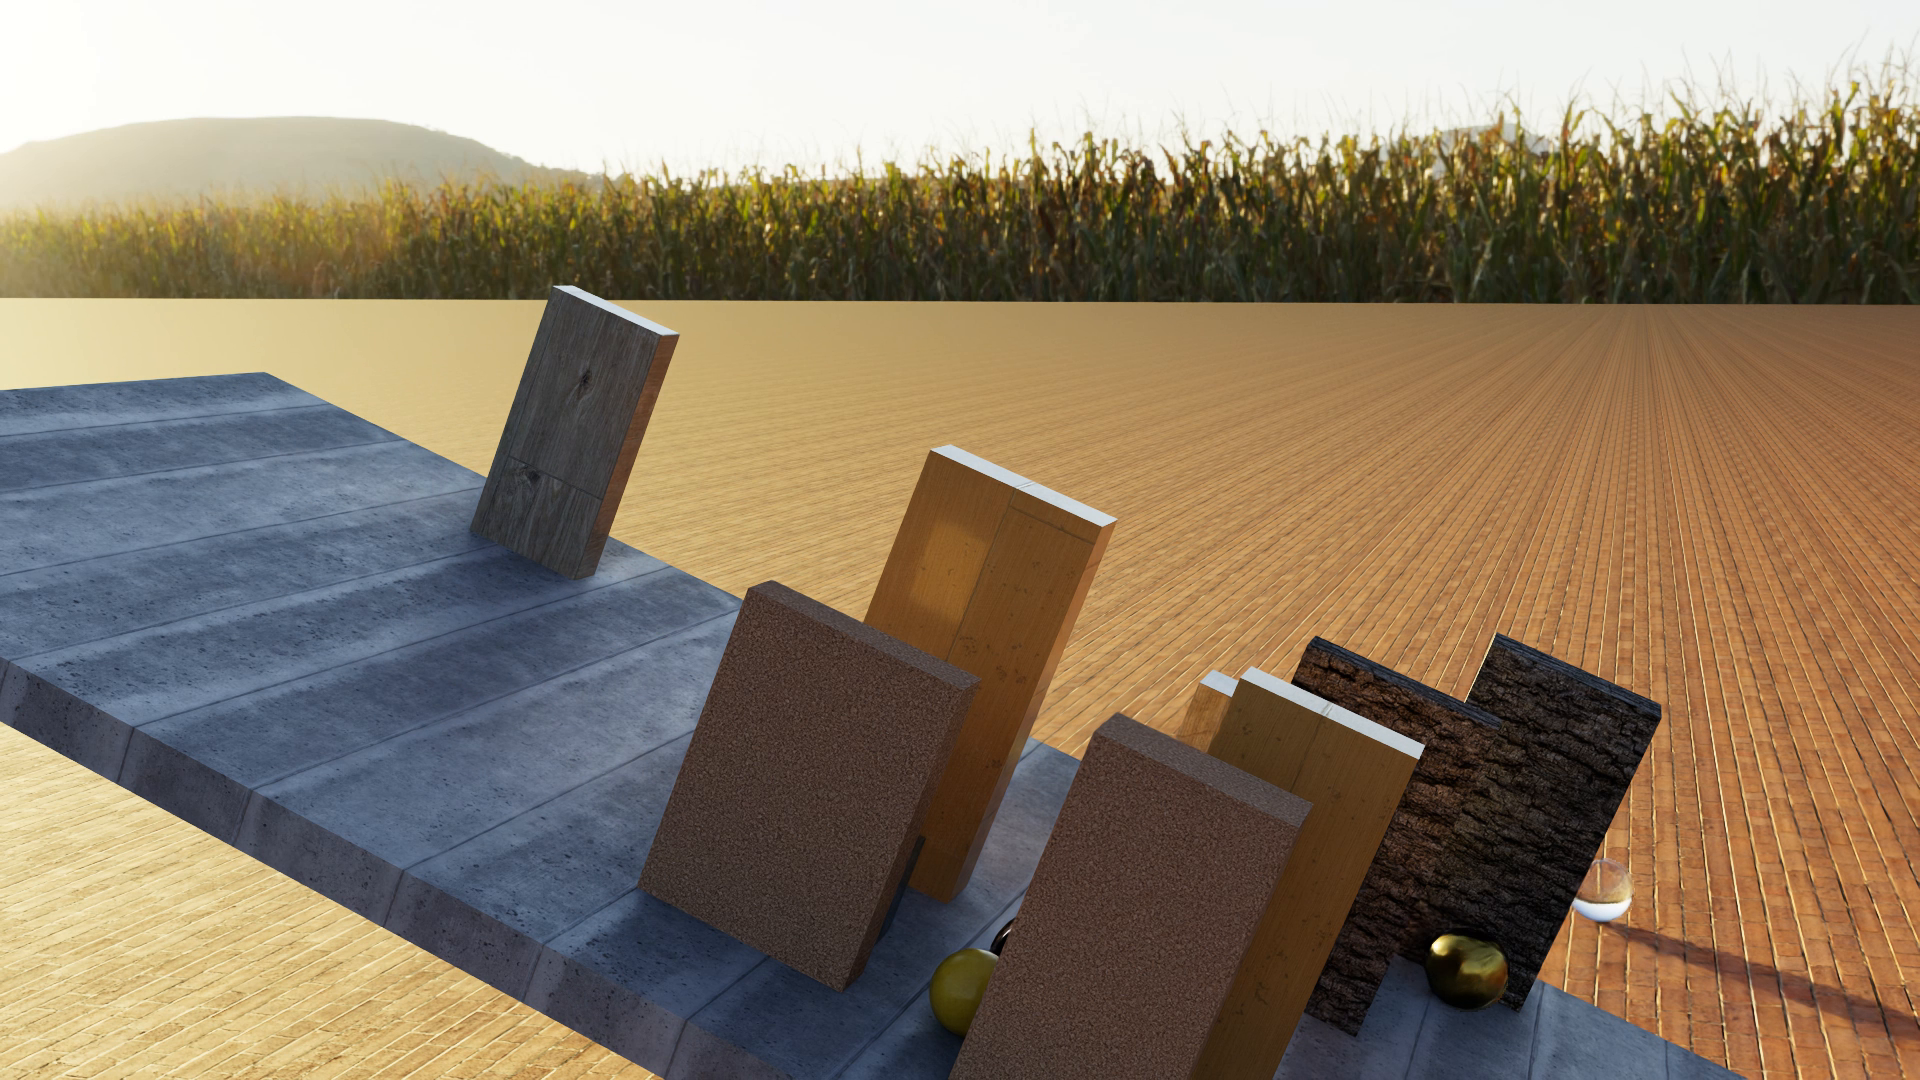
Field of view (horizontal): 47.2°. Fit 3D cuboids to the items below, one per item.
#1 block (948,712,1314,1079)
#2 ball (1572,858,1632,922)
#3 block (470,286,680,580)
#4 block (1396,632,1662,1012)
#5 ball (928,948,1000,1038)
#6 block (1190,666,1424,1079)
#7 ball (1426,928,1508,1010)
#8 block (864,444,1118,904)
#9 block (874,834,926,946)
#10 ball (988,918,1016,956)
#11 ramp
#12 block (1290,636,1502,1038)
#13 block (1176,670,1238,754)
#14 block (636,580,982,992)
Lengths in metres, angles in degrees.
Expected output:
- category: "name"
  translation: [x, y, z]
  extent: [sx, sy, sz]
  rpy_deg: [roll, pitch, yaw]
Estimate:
- category: "block"
  translation: [0.247, 0.603, 3.253]
  extent: [0.319, 0.602, 0.149]
  rpy_deg: [25, 13, 13]
- category: "ball"
  translation: [1.835, 1.004, 6.301]
  extent: [0.178, 0.178, 0.178]
  rpy_deg: [0, 7, 0]
- category: "block"
  translation: [-0.866, -0.240, 4.933]
  extent: [0.282, 0.592, 0.096]
  rpy_deg: [25, 13, 13]
- category: "block"
  translation: [1.144, 0.587, 4.591]
  extent: [0.361, 0.687, 0.148]
  rpy_deg: [25, 13, 13]
- category: "ball"
  translation: [0.021, 0.715, 3.472]
  extent: [0.140, 0.140, 0.140]
  rpy_deg: [0, 7, 0]
- category: "block"
  translation: [0.469, 0.578, 3.552]
  extent: [0.301, 0.676, 0.105]
  rpy_deg: [25, 13, 13]
- category: "ball"
  translation: [1.023, 0.865, 4.440]
  extent: [0.163, 0.163, 0.163]
  rpy_deg: [0, 7, 0]
- category: "block"
  translation: [-0.020, 0.242, 3.971]
  extent: [0.336, 0.749, 0.121]
  rpy_deg: [25, 13, 13]
- category: "block"
  translation: [-0.194, 0.561, 3.660]
  extent: [0.182, 0.182, 0.182]
  rpy_deg: [24, 13, 10]
- category: "ball"
  translation: [0.142, 0.702, 3.589]
  extent: [0.199, 0.199, 0.199]
  rpy_deg: [0, 7, 0]
- category: "ramp"
  translation: [-0.306, 0.543, 4.194]
  extent: [4.000, 0.100, 2.000]
  rpy_deg: [25, 13, 13]
- category: "block"
  translation: [0.702, 0.552, 4.112]
  extent: [0.372, 0.643, 0.108]
  rpy_deg: [25, 13, 13]
- category: "block"
  translation: [0.586, 0.555, 4.349]
  extent: [0.406, 0.451, 0.145]
  rpy_deg: [25, 13, 13]
- category: "block"
  translation: [-0.244, 0.388, 3.491]
  extent: [0.379, 0.535, 0.099]
  rpy_deg: [25, 13, 13]
